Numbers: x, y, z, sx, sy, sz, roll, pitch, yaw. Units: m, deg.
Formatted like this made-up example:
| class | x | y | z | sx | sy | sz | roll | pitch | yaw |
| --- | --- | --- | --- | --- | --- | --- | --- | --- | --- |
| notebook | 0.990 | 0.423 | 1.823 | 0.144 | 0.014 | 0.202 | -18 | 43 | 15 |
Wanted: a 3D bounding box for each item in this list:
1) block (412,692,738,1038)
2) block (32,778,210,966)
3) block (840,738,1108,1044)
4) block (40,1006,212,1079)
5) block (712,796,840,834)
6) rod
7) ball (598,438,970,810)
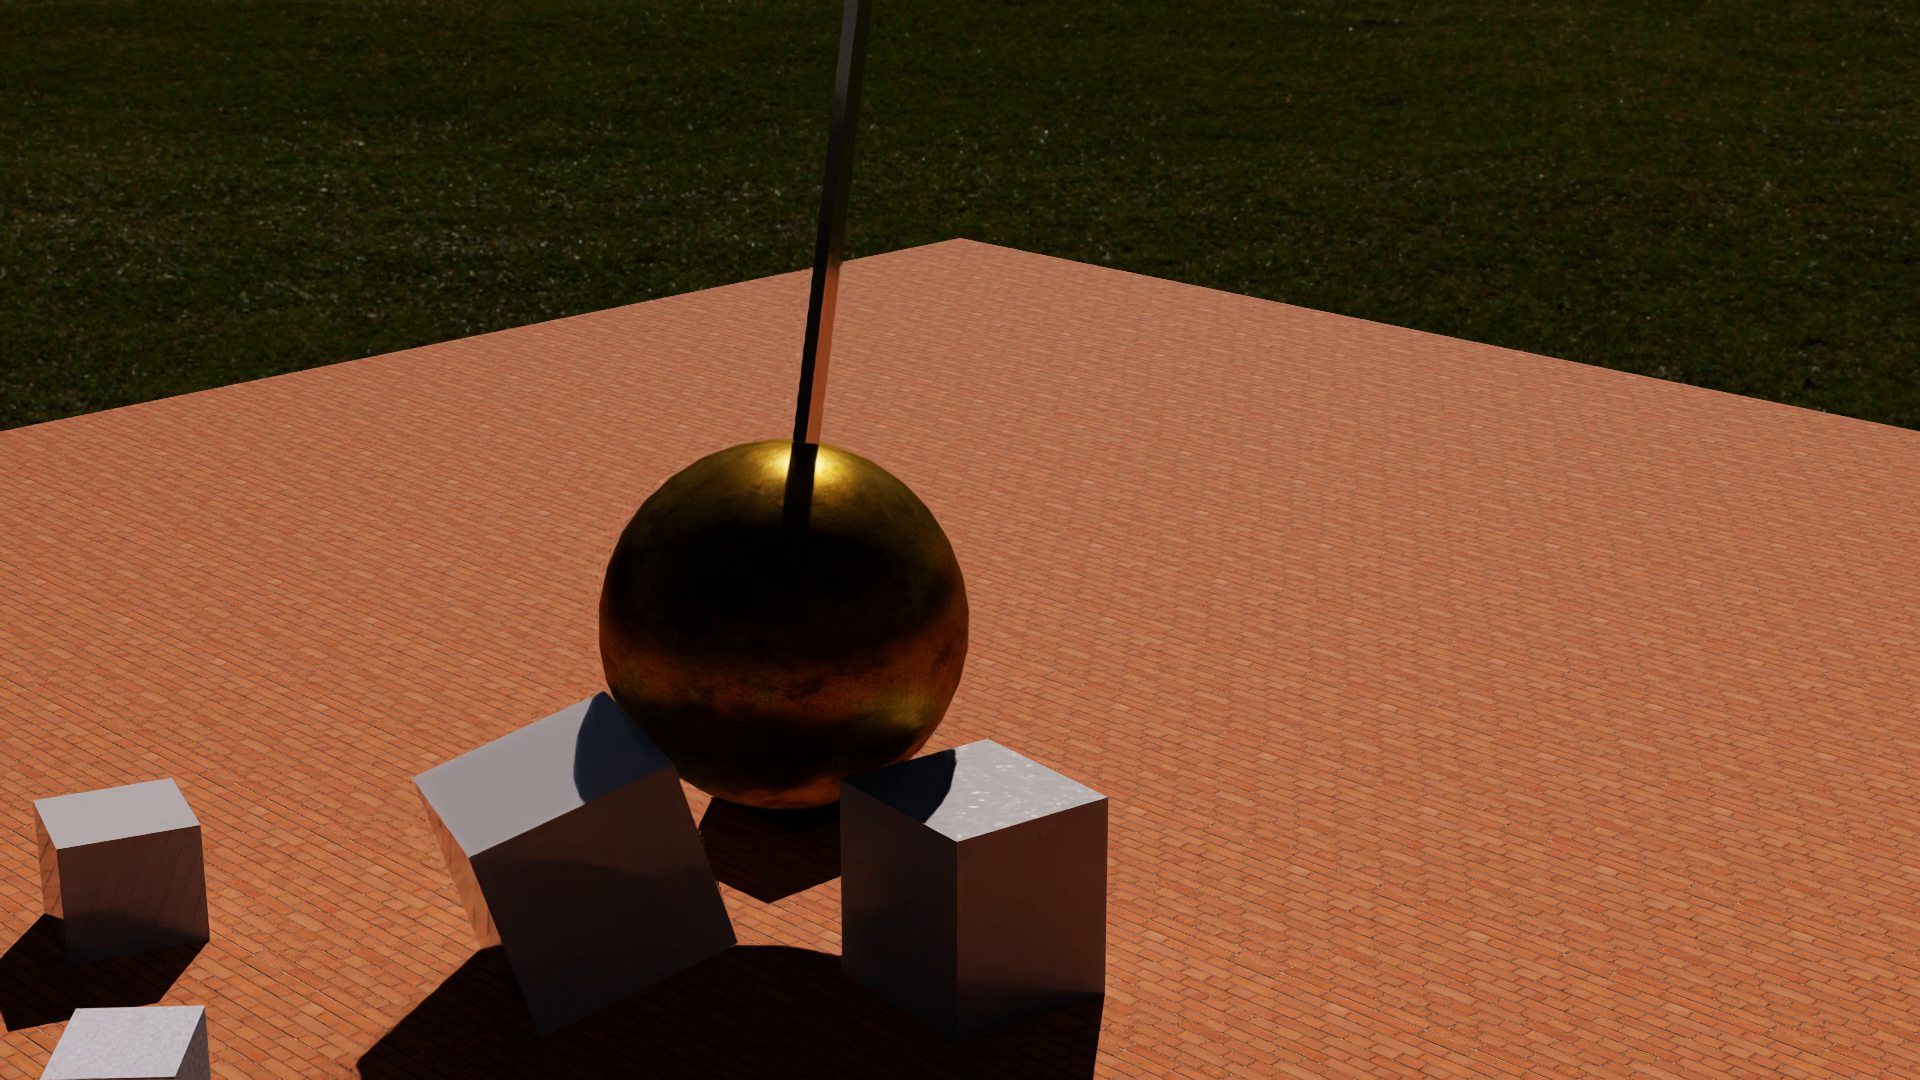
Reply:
| class | x | y | z | sx | sy | sz | roll | pitch | yaw |
| --- | --- | --- | --- | --- | --- | --- | --- | --- | --- |
| block | -1.616 | 1.336 | 12.258 | 0.895 | 0.878 | 0.919 | -24 | 25 | -17 |
| block | -3.675 | 1.445 | 12.846 | 0.604 | 0.541 | 0.598 | -8 | 19 | -25 |
| block | 0.054 | 1.449 | 12.254 | 0.774 | 0.888 | 0.820 | -13 | 21 | -35 |
| block | -3.028 | 2.095 | 10.710 | 0.473 | 0.581 | 0.559 | -1 | 17 | -3 |
| block | -0.735 | 0.917 | 14.255 | 0.711 | 0.703 | 0.627 | -16 | 24 | -41 |
| rod | -0.329 | -2.958 | 12.067 | 0.080 | 5.200 | 0.080 | 17 | 14 | 42 |
| ball | -0.759 | 0.362 | 12.660 | 1.600 | 1.600 | 1.600 | 0 | 17 | 0 |
